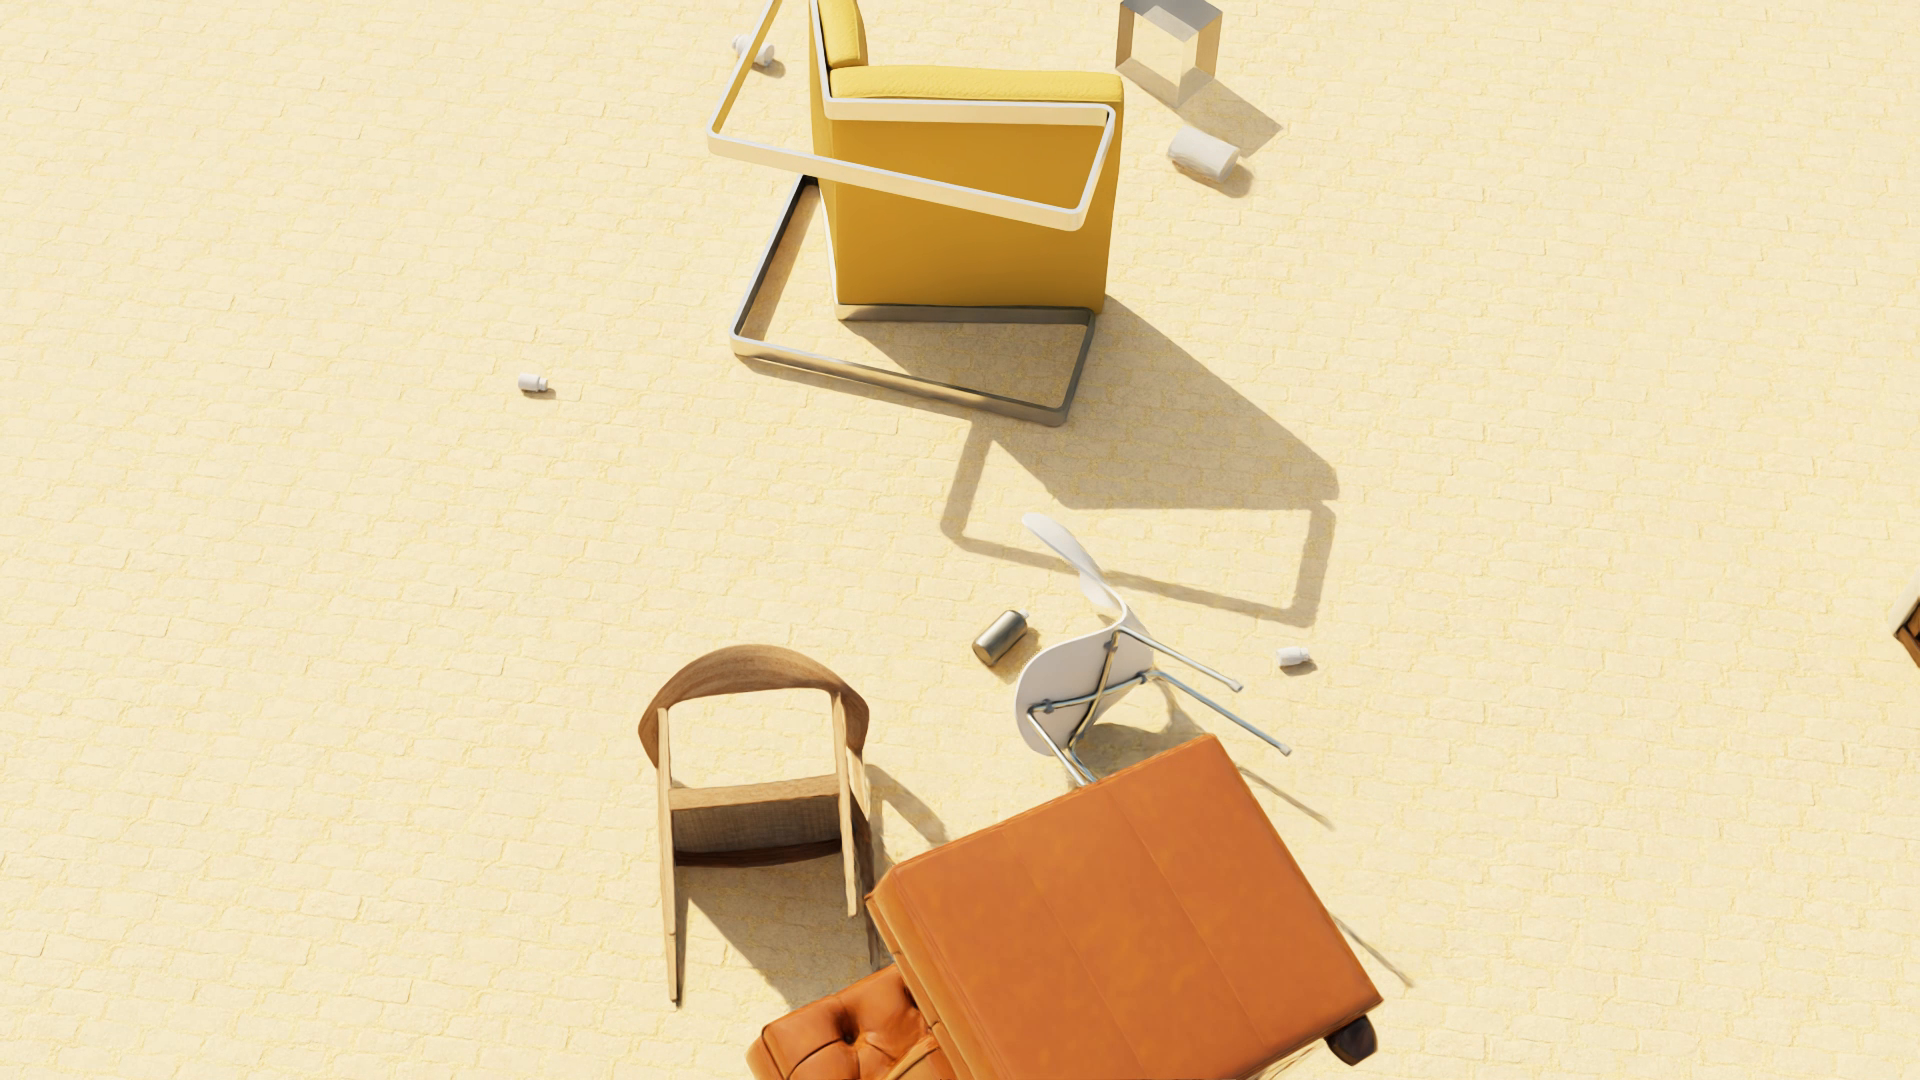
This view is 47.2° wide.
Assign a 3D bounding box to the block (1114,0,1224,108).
[{"bbox_3d":[0.713,-1.711,7.538,0.281,0.305,0.205,38,64,22],"label":"block"}]

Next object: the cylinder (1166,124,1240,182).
[{"bbox_3d":[0.817,-1.300,7.390,0.201,0.094,0.145,28,61,18],"label":"cylinder"}]

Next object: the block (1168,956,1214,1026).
[{"bbox_3d":[0.598,1.173,5.713,0.070,0.124,0.126,21,59,13],"label":"block"}]

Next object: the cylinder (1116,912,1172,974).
[{"bbox_3d":[0.485,1.061,5.787,0.099,0.137,0.100,34,25,21],"label":"cylinder"}]
